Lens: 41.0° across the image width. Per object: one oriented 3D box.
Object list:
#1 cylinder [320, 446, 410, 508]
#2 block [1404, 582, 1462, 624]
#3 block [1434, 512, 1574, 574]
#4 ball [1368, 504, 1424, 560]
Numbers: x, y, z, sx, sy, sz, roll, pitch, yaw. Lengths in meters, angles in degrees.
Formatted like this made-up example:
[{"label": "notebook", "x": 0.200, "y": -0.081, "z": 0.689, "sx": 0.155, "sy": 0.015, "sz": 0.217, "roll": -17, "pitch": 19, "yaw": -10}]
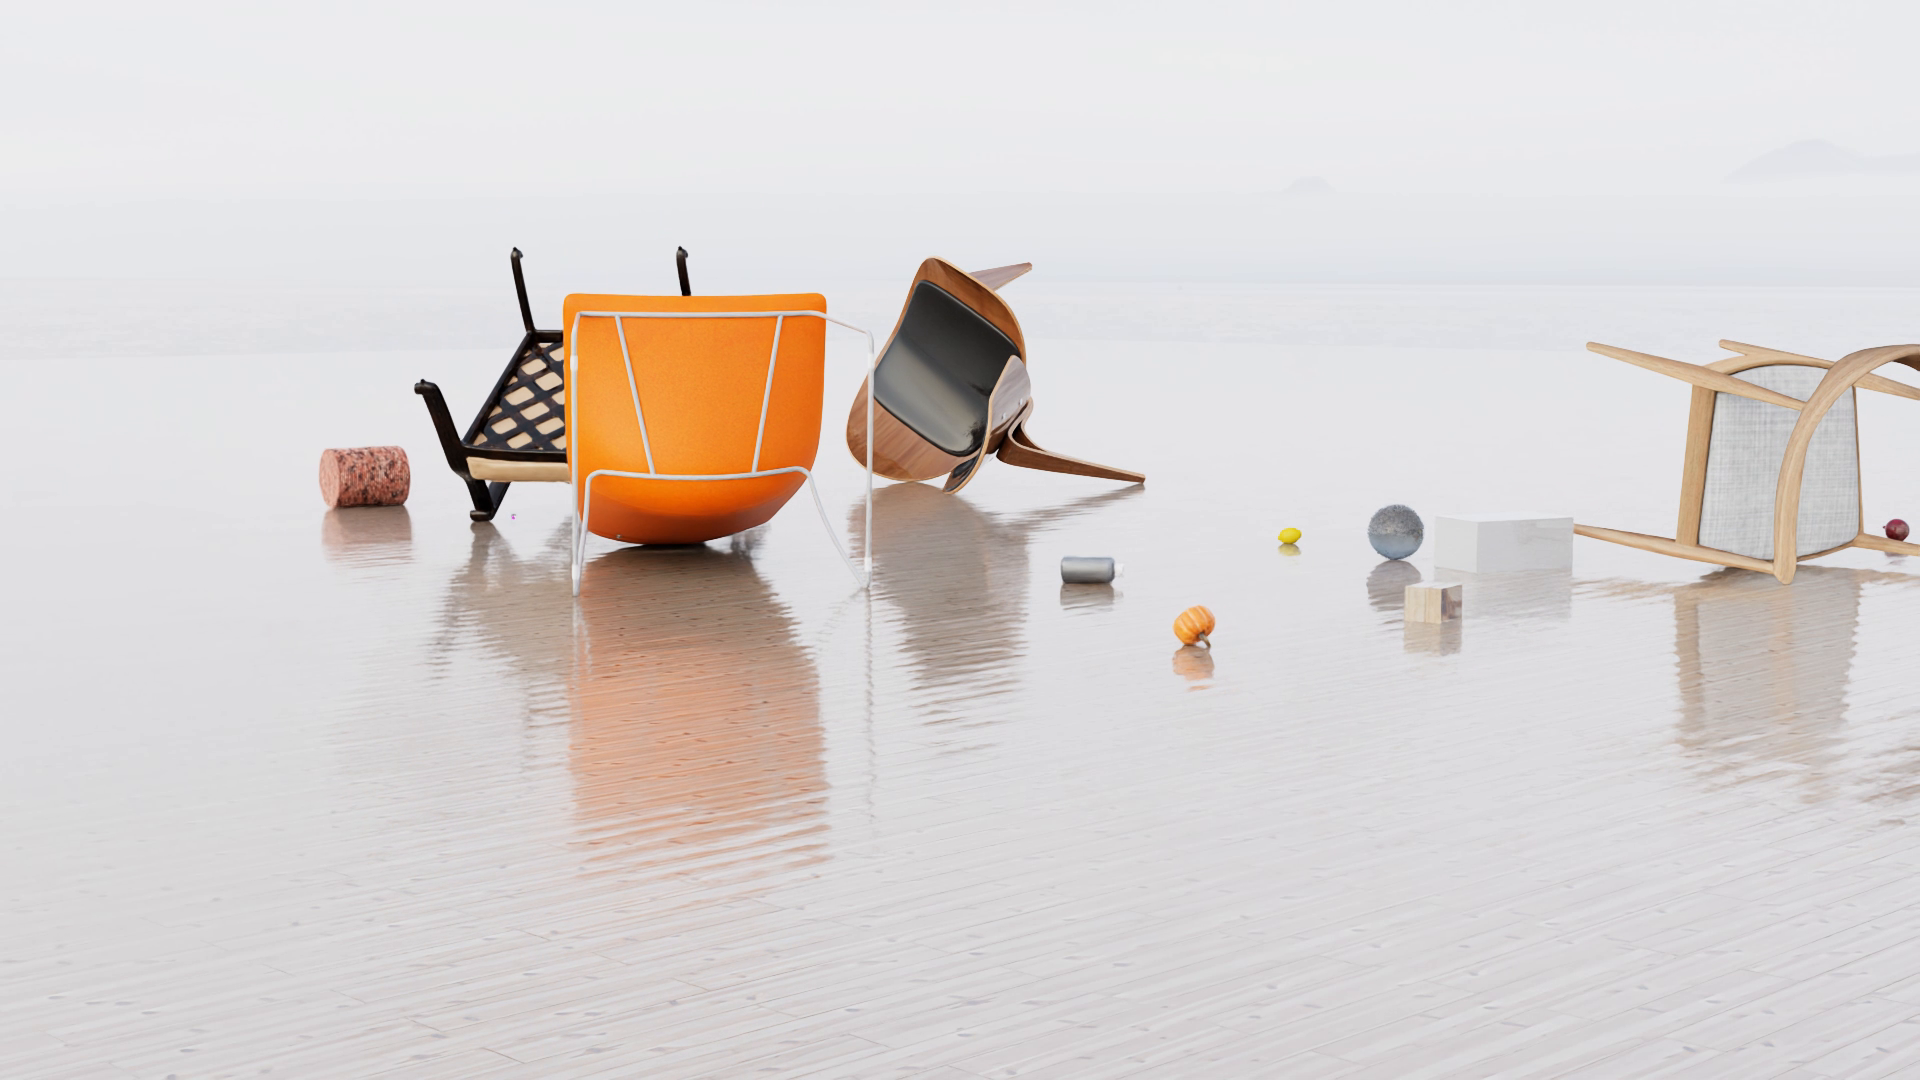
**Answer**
[{"label": "cylinder", "x": -1.706, "y": -0.181, "z": 7.357, "sx": 0.218, "sy": 0.167, "sz": 0.136, "roll": -5, "pitch": 0, "yaw": -38}, {"label": "block", "x": 0.910, "y": 0.119, "z": 4.929, "sx": 0.075, "sy": 0.066, "sz": 0.095, "roll": 4, "pitch": 7, "yaw": 35}, {"label": "block", "x": 1.233, "y": 0.003, "z": 5.821, "sx": 0.265, "sy": 0.114, "sz": 0.161, "roll": -3, "pitch": 6, "yaw": -25}, {"label": "ball", "x": 1.014, "y": -0.020, "z": 5.964, "sx": 0.131, "sy": 0.131, "sz": 0.131, "roll": 0, "pitch": 6, "yaw": 0}]
